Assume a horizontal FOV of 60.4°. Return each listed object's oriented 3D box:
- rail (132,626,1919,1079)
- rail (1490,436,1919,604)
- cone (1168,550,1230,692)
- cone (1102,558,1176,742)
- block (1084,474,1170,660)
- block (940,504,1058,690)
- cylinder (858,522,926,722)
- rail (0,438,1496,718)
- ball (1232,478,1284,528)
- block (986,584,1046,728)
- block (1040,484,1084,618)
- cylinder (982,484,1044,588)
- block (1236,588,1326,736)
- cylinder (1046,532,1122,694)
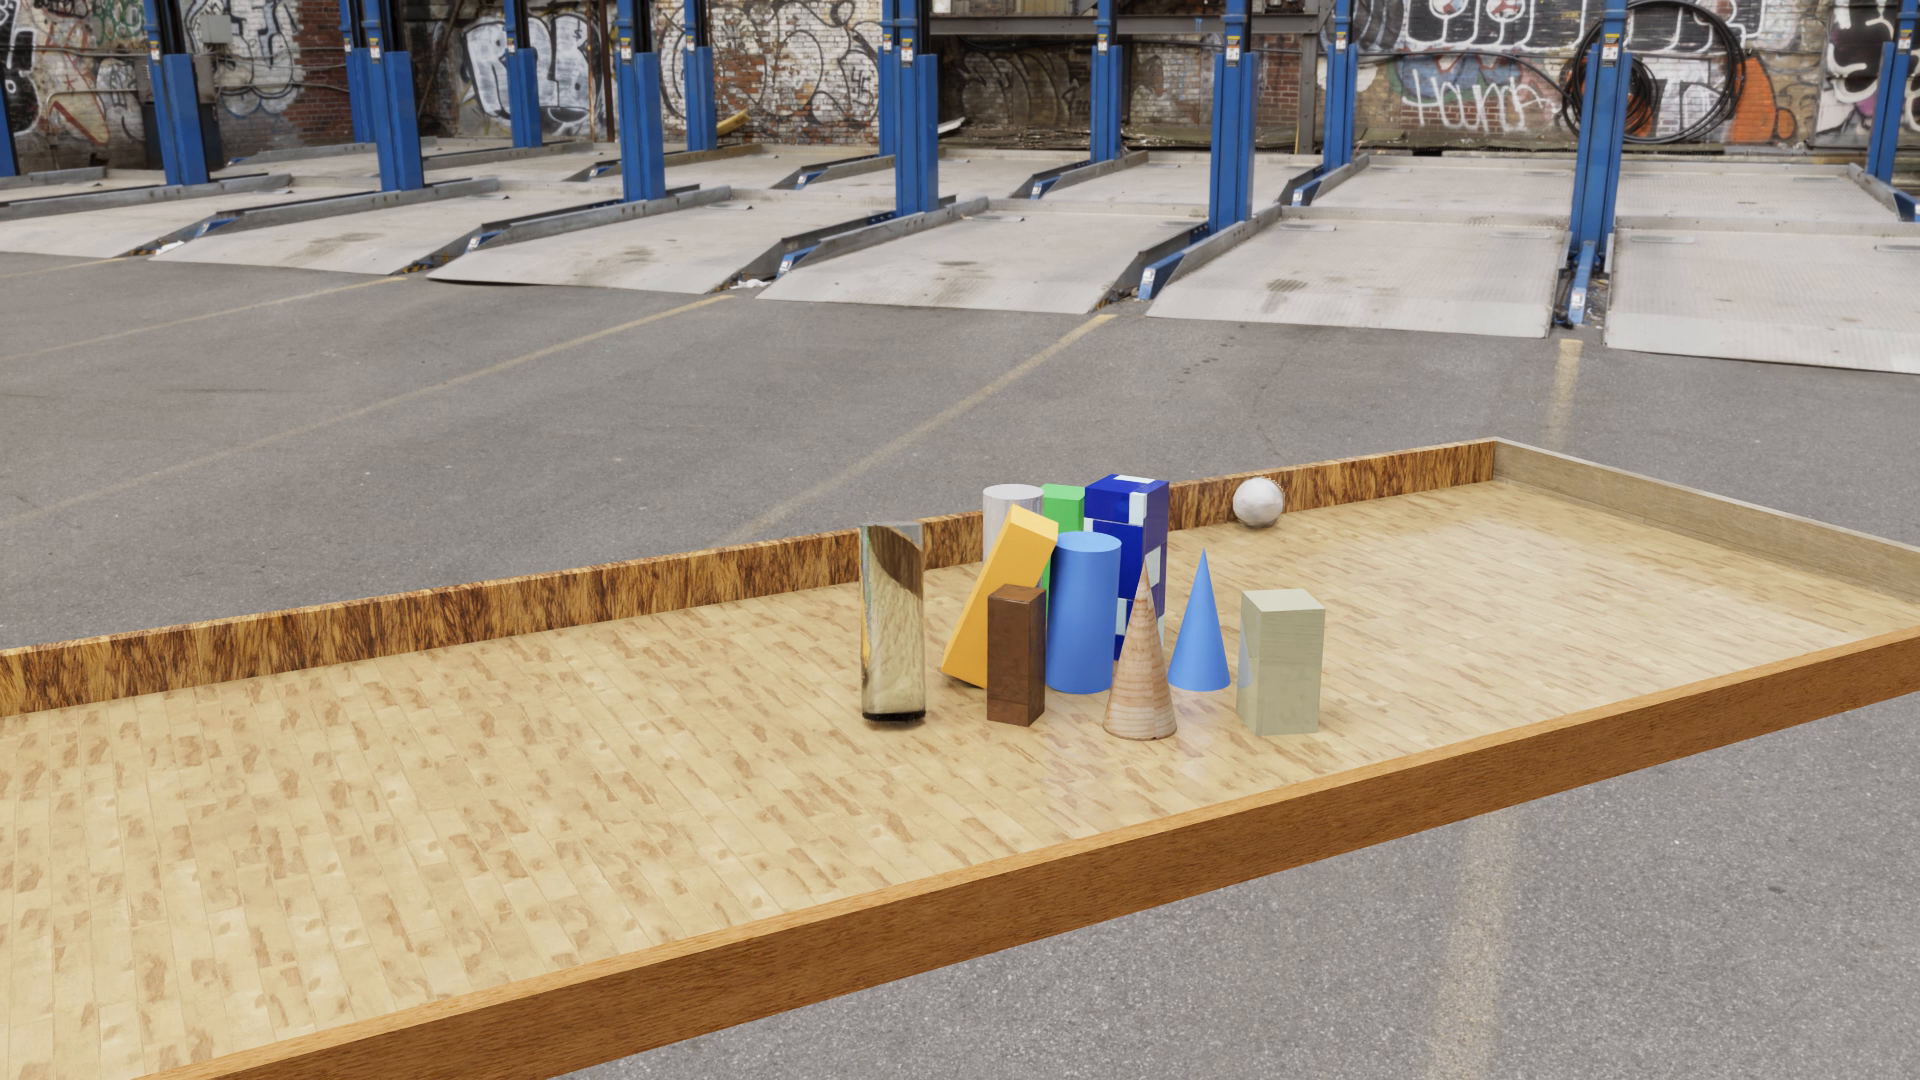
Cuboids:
[{"bbox_3d":[-2.336,1.006,1.665,12.000,0.150,0.050,-9,18,-27],"label":"rail"},{"bbox_3d":[2.466,-0.048,5.253,0.050,0.150,2.100,-9,18,-27],"label":"rail"},{"bbox_3d":[0.601,0.184,4.107,0.161,0.351,0.161,0,16,0],"label":"cone"},{"bbox_3d":[0.421,0.239,3.808,0.175,0.414,0.175,0,16,0],"label":"cone"},{"bbox_3d":[0.430,0.074,4.303,0.164,0.451,0.164,9,19,28],"label":"block"},{"bbox_3d":[0.097,0.141,4.061,0.121,0.435,0.121,22,22,-5],"label":"block"},{"bbox_3d":[-0.159,0.188,3.874,0.150,0.453,0.150,-1,5,0],"label":"cylinder"},{"bbox_3d":[-3.305,0.497,3.399,12.000,0.150,0.050,-9,18,-27],"label":"rail"},{"bbox_3d":[0.990,-0.123,5.477,0.167,0.167,0.167,0,16,0],"label":"ball"},{"bbox_3d":[0.133,0.271,3.885,0.105,0.309,0.105,7,18,24],"label":"block"},{"bbox_3d":[0.283,0.034,4.621,0.143,0.349,0.143,6,18,21],"label":"block"},{"bbox_3d":[0.139,0.078,4.334,0.159,0.425,0.159,0,16,0],"label":"cylinder"},{"bbox_3d":[0.746,0.284,3.849,0.150,0.304,0.150,-2,17,-8],"label":"block"},{"bbox_3d":[0.303,0.178,4.087,0.172,0.366,0.172,2,17,-1],"label":"cylinder"}]
